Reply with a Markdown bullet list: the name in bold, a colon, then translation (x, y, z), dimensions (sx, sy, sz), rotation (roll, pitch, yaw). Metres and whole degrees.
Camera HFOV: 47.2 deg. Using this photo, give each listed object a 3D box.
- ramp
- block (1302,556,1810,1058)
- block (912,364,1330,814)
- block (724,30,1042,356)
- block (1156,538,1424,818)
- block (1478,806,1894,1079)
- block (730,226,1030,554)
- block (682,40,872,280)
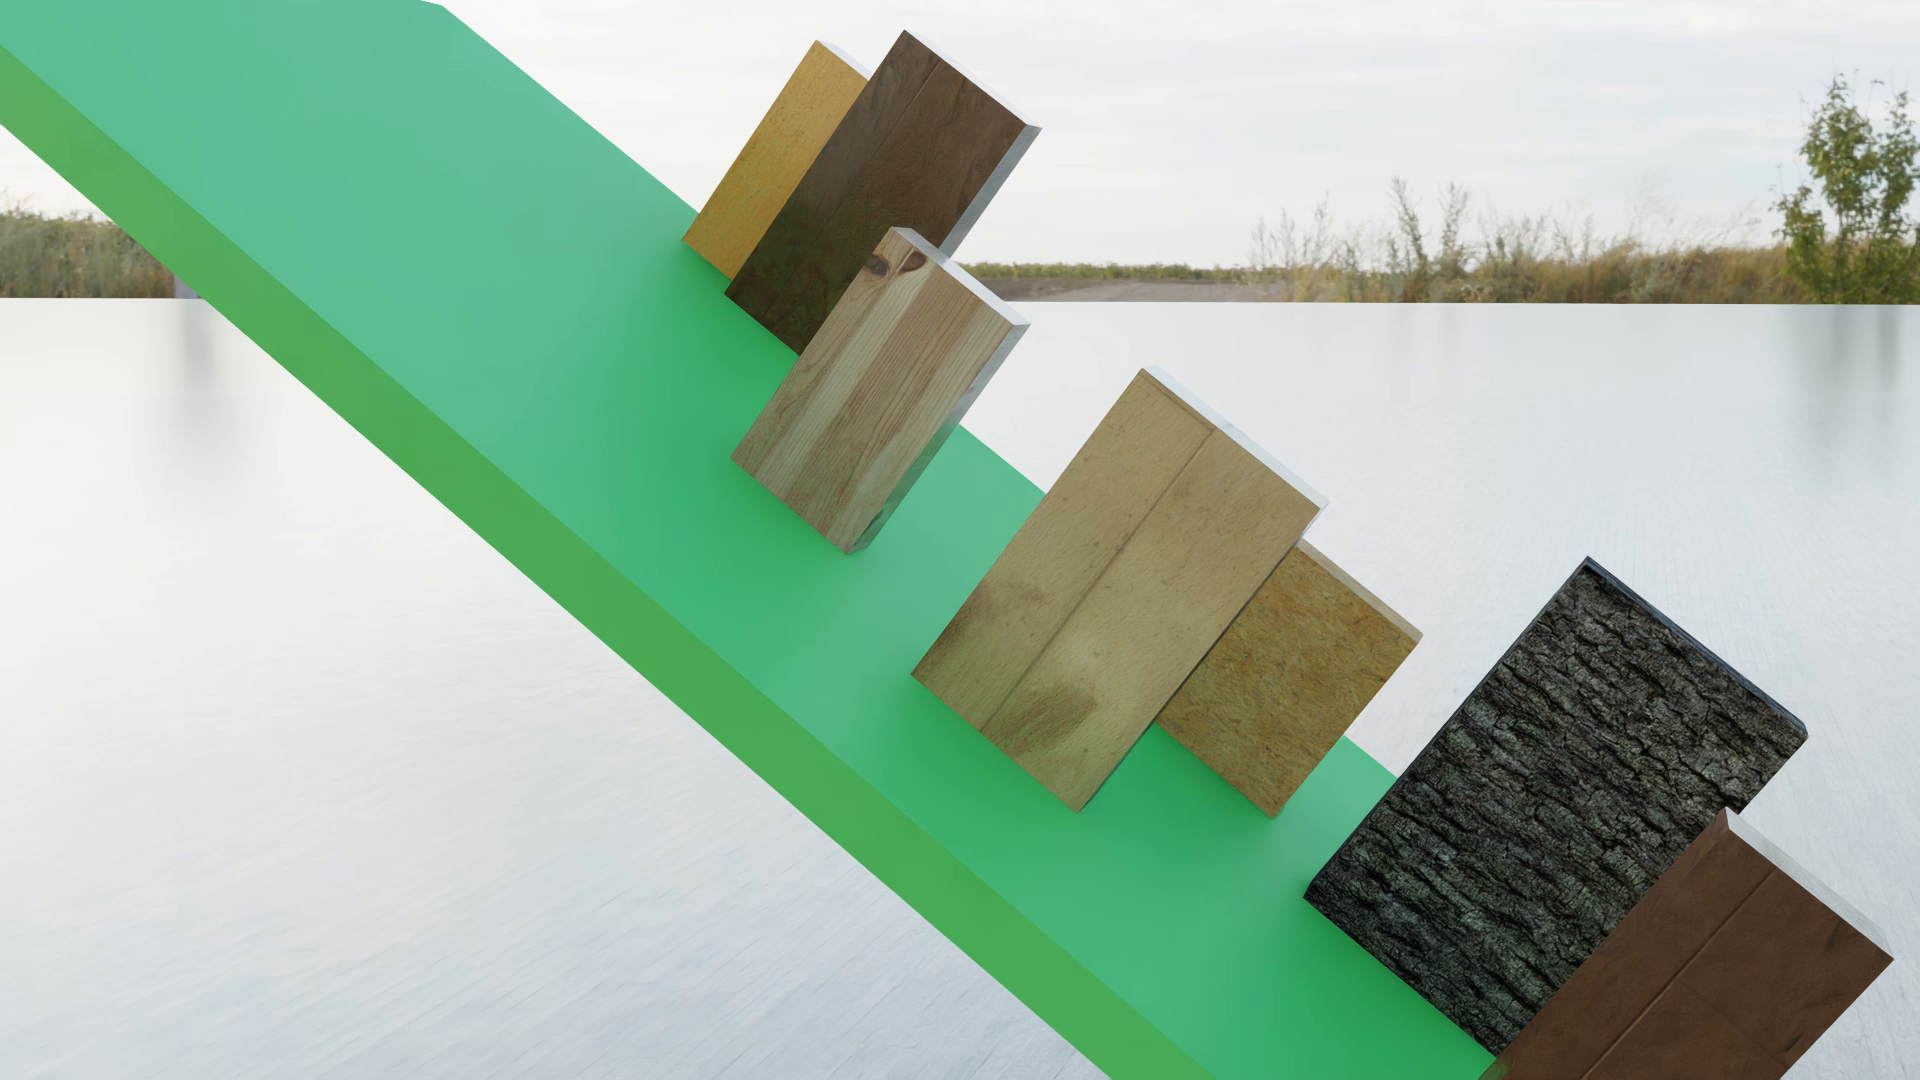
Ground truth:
- **ramp**: translation (-0.050, 0.109, 4.063), dimensions (4.000, 0.100, 2.000), rotation (39, 16, 9)
- **block**: translation (0.992, 0.459, 3.712), dimensions (0.442, 0.749, 0.119), rotation (39, 16, 9)
- **block**: translation (0.246, 0.078, 3.455), dimensions (0.345, 0.619, 0.109), rotation (39, 16, 9)
- **block**: translation (-0.167, -0.696, 4.665), dimensions (0.330, 0.682, 0.130), rotation (39, 16, 9)
- **block**: translation (0.590, 0.241, 4.077), dimensions (0.329, 0.426, 0.109), rotation (39, 16, 9)
- **block**: translation (0.886, 0.701, 2.905), dimensions (0.251, 0.690, 0.126), rotation (39, 16, 9)
- **block**: translation (-0.140, -0.258, 3.811), dimensions (0.272, 0.498, 0.111), rotation (39, 16, 9)
- **block**: translation (-0.307, -0.767, 4.841), dimensions (0.364, 0.535, 0.128), rotation (39, 16, 9)
